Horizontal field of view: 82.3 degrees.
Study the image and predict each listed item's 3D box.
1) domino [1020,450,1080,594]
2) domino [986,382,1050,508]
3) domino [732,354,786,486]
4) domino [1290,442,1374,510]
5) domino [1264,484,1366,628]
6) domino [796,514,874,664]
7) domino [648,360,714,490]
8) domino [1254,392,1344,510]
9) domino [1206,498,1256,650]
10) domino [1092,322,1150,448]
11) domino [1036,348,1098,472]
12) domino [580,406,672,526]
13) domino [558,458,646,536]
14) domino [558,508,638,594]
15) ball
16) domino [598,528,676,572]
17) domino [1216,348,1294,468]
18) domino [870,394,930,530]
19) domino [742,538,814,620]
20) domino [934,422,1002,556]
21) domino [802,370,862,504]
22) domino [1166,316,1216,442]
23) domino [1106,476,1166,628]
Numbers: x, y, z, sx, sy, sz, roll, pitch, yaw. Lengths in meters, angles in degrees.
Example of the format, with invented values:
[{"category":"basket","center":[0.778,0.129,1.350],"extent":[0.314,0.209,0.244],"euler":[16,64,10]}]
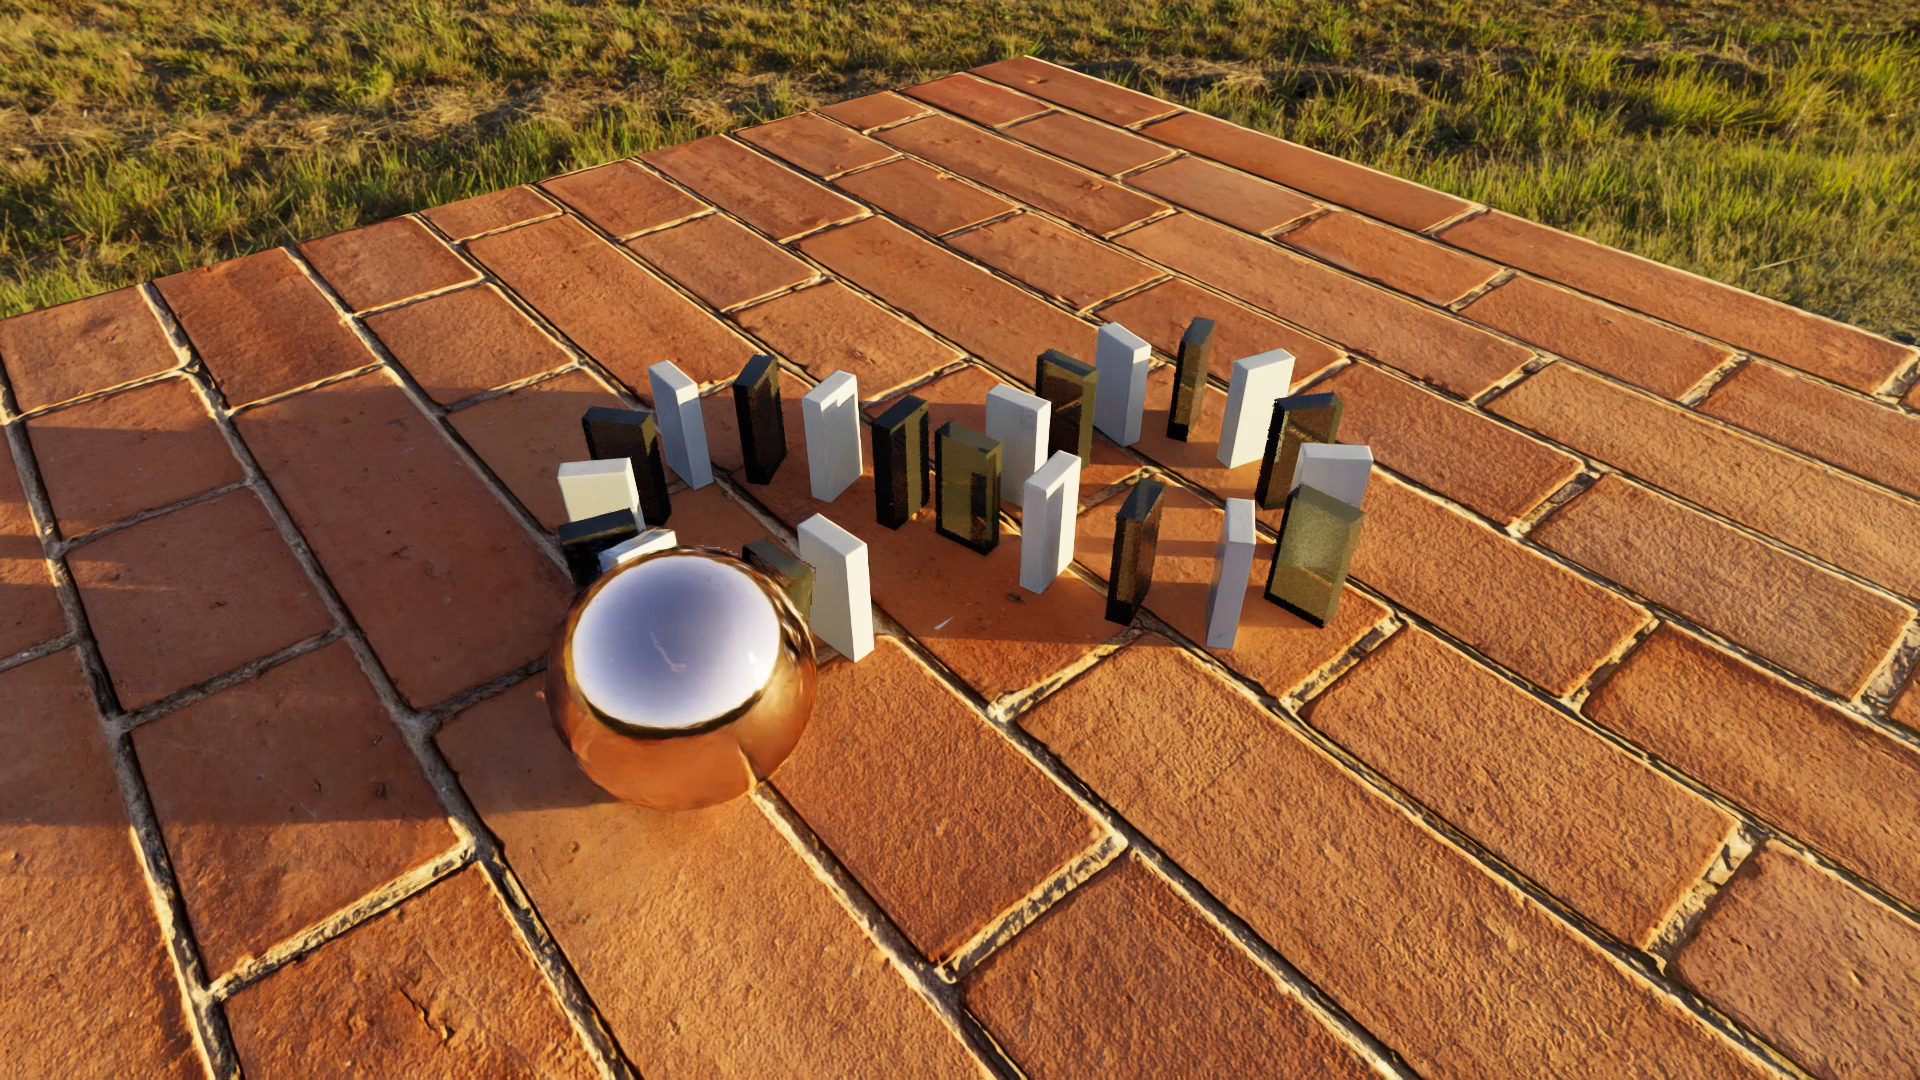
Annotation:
[{"category":"domino","center":[0.034,-0.006,0.419],"extent":[0.009,0.050,0.025],"euler":[23,45,26]},{"category":"domino","center":[0.023,-0.038,0.458],"extent":[0.025,0.050,0.010],"euler":[25,45,27]},{"category":"domino","center":[-0.086,-0.052,0.474],"extent":[0.010,0.050,0.025],"euler":[8,40,10]},{"category":"domino","center":[0.142,-0.014,0.429],"extent":[0.025,0.050,0.009],"euler":[3,39,4]},{"category":"domino","center":[0.129,0.006,0.404],"extent":[0.025,0.050,0.009],"euler":[31,48,32]},{"category":"domino","center":[-0.044,0.017,0.390],"extent":[0.025,0.050,0.010],"euler":[31,48,32]},{"category":"domino","center":[-0.119,-0.049,0.471],"extent":[0.010,0.050,0.025],"euler":[-27,47,-29]},{"category":"domino","center":[0.140,-0.036,0.456],"extent":[0.025,0.050,0.009],"euler":[-7,40,-8]},{"category":"domino","center":[0.097,0.013,0.396],"extent":[0.009,0.050,0.025],"euler":[7,40,8]},{"category":"domino","center":[0.072,-0.070,0.497],"extent":[0.009,0.050,0.025],"euler":[-22,44,-24]},{"category":"domino","center":[0.045,-0.055,0.479],"extent":[0.025,0.050,0.009],"euler":[30,48,32]},{"category":"domino","center":[-0.135,-0.029,0.447],"extent":[0.025,0.050,0.009],"euler":[7,40,8]},{"category":"domino","center":[-0.135,-0.007,0.420],"extent":[0.025,0.050,0.009],"euler":[-5,40,-6]},{"category":"domino","center":[-0.125,0.014,0.394],"extent":[0.025,0.050,0.009],"euler":[-16,42,-19]},{"category":"ball","center":[-0.084,0.042,0.337],"extent":[0.080,0.080,0.080],"euler":[0,39,0]},{"category":"domino","center":[-0.107,0.024,0.378],"extent":[0.010,0.050,0.025],"euler":[9,25,32]},{"category":"domino","center":[0.129,-0.057,0.481],"extent":[0.025,0.050,0.010],"euler":[-18,43,-20]},{"category":"domino","center":[-0.024,-0.031,0.450],"extent":[0.010,0.050,0.025],"euler":[23,44,25]},{"category":"domino","center":[-0.065,0.028,0.377],"extent":[0.025,0.050,0.009],"euler":[30,31,31]},{"category":"domino","center":[0.003,-0.020,0.436],"extent":[0.025,0.050,0.010],"euler":[26,46,28]},{"category":"domino","center":[-0.053,-0.043,0.464],"extent":[0.009,0.050,0.025],"euler":[20,43,23]},{"category":"domino","center":[0.105,-0.073,0.500],"extent":[0.009,0.050,0.025],"euler":[16,42,19]},{"category":"domino","center":[0.064,0.005,0.406],"extent":[0.010,0.050,0.025],"euler":[17,42,20]}]
